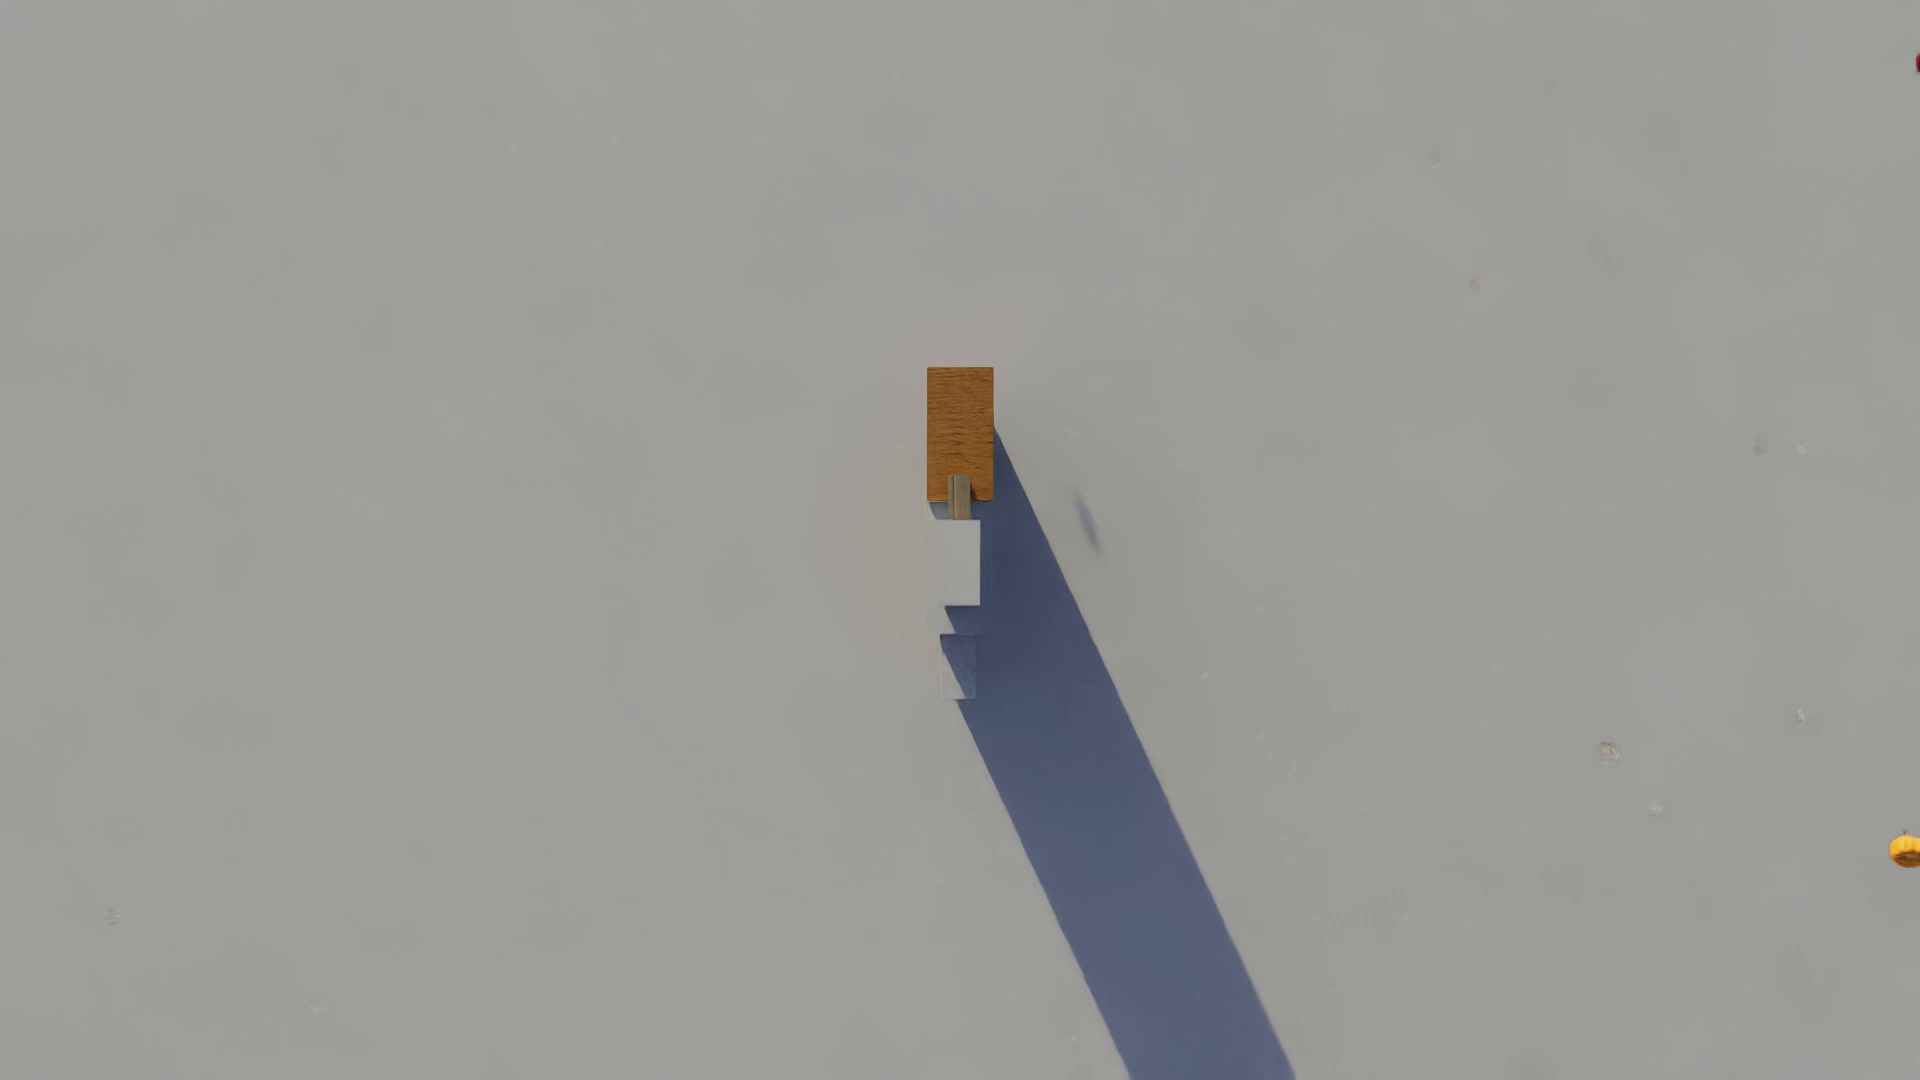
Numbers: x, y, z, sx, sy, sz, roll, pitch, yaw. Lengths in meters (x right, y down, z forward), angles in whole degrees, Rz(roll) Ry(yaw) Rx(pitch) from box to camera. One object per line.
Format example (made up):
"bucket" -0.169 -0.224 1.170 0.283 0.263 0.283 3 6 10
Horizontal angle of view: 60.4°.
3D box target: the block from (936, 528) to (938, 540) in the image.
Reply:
"block" -0.004 -0.015 4.360 0.109 0.219 0.031 0 90 1

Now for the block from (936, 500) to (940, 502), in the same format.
"block" 0.004 -0.042 5.171 0.153 0.043 0.307 0 90 0

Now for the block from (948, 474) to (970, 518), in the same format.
"block" -0.002 -0.114 4.321 0.058 0.016 0.115 -1 88 0

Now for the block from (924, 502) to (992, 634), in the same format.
"block" -0.008 0.075 4.496 0.180 0.051 0.359 1 90 0

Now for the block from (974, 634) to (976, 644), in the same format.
"block" -0.003 0.249 5.072 0.101 0.029 0.202 0 90 1

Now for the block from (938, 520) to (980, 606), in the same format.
"block" -0.004 0.057 4.235 0.109 0.031 0.219 0 91 0

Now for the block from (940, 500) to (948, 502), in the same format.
"block" 0.003 -0.223 4.875 0.128 0.036 0.257 0 90 0

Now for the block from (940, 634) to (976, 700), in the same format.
"block" -0.006 0.364 4.840 0.102 0.029 0.203 -1 90 1

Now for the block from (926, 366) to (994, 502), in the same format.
"block" 0.001 -0.286 4.471 0.180 0.051 0.360 0 90 0
